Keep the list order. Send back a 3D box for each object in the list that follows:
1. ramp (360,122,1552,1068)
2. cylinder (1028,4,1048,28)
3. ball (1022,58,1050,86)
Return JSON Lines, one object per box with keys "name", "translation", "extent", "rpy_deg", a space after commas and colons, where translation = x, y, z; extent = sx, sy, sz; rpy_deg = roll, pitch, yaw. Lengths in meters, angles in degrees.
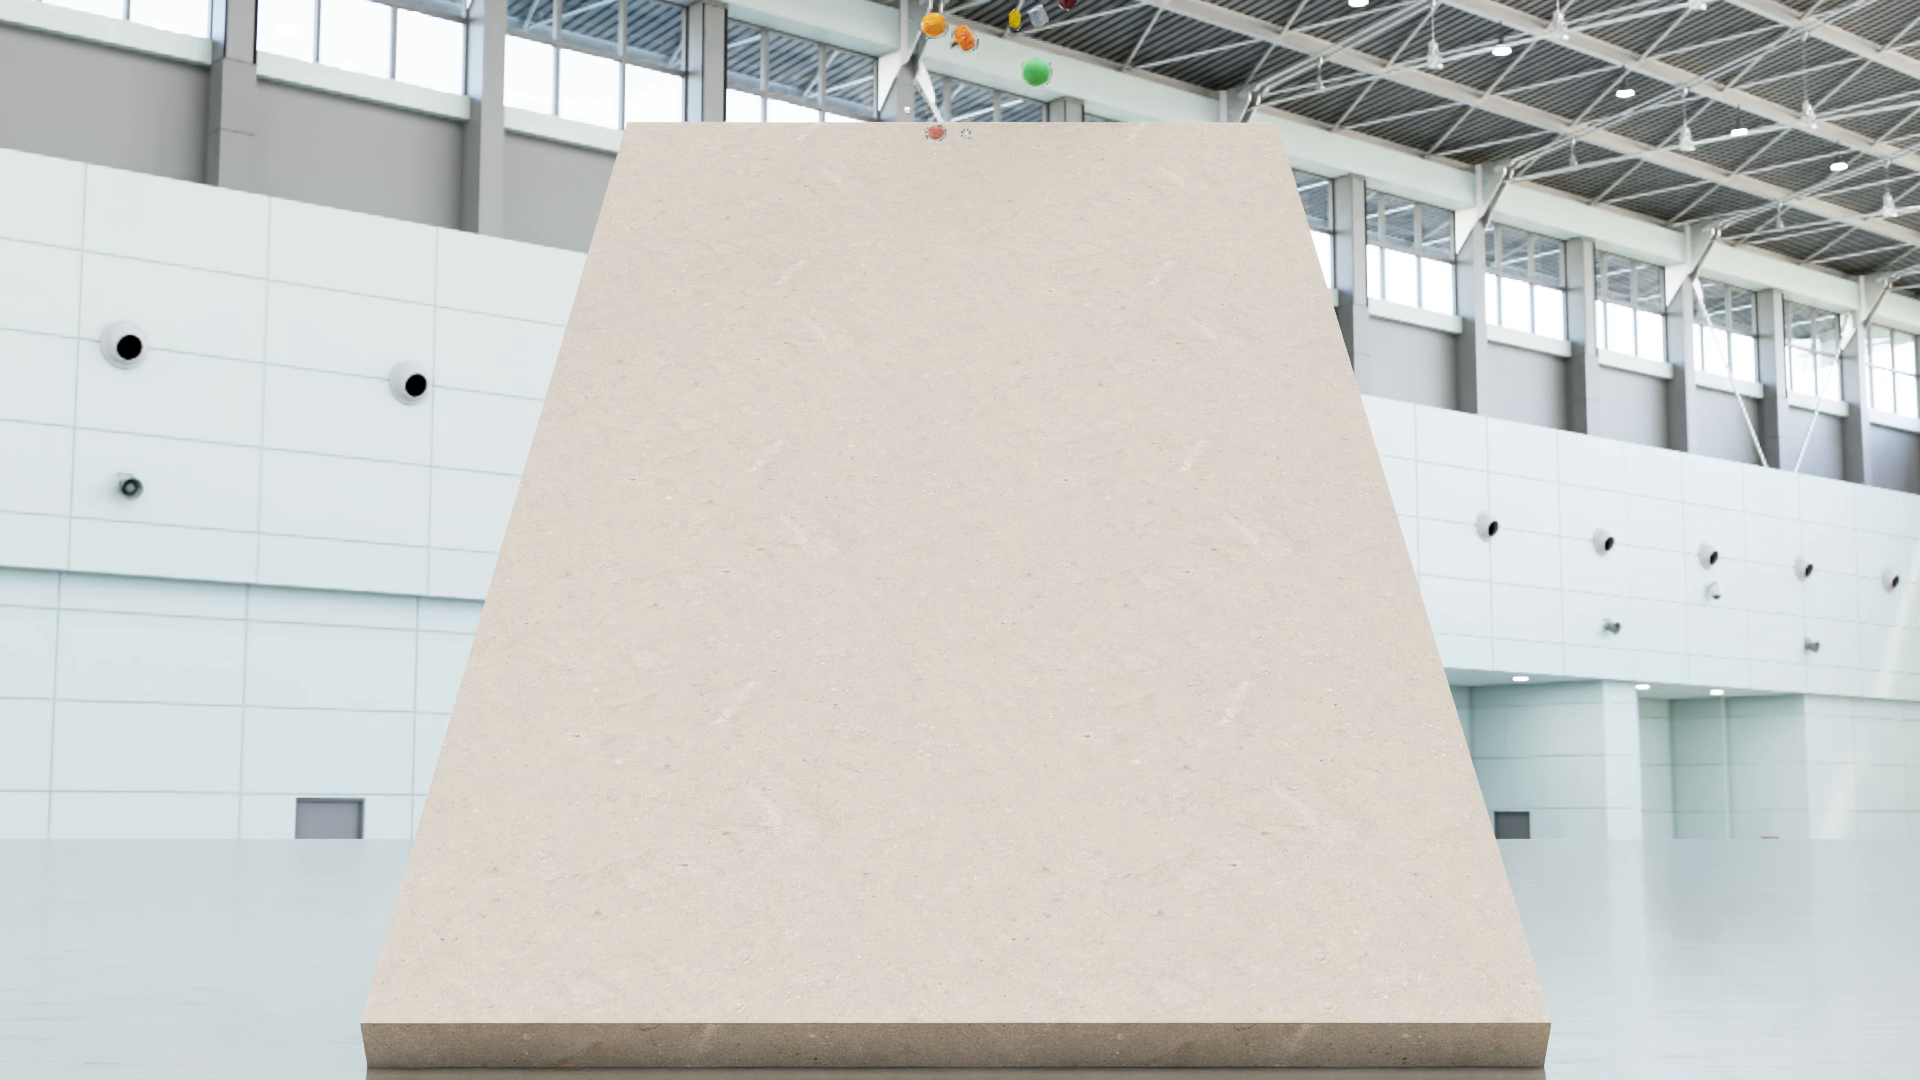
{"name": "ramp", "translation": [-0.015, -0.195, 5.824], "extent": [2.000, 0.100, 4.000], "rpy_deg": [0, 32, 0]}
{"name": "cylinder", "translation": [0.237, -1.582, 7.371], "extent": [0.050, 0.050, 0.050], "rpy_deg": [-24, 22, 11]}
{"name": "ball", "translation": [0.223, -1.368, 7.129], "extent": [0.082, 0.082, 0.082], "rpy_deg": [0, -7, 0]}
